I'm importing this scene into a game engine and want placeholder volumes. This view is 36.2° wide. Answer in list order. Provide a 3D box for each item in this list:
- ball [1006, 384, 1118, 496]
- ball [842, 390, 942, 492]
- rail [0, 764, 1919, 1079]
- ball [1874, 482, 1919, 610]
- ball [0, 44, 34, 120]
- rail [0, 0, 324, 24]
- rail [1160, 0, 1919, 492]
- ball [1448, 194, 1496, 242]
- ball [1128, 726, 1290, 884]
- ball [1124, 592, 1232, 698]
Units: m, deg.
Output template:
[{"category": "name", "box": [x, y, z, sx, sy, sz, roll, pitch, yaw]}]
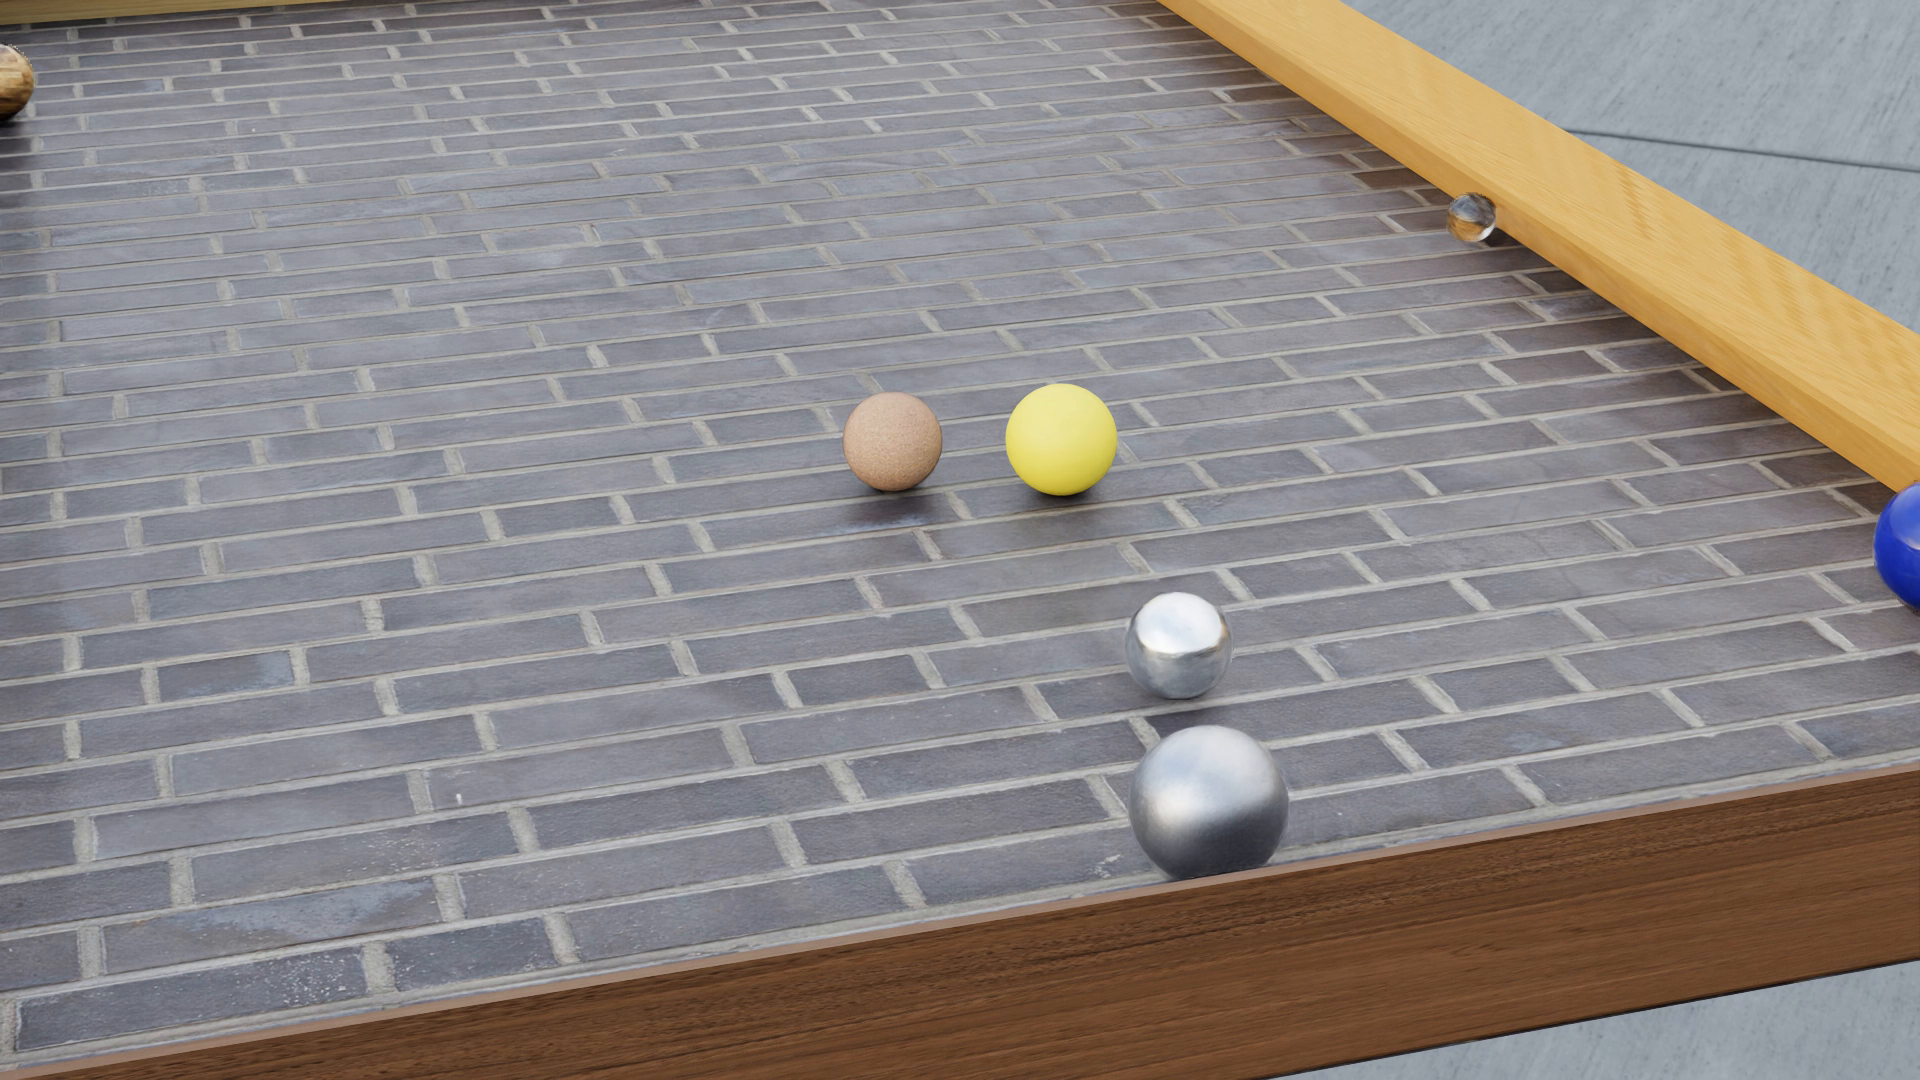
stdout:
[{"category": "ball", "box": [0.078, -0.077, 2.266, 0.086, 0.086, 0.086, 0, 24, 0]}, {"category": "ball", "box": [-0.052, -0.076, 2.276, 0.078, 0.078, 0.078, 0, 24, 0]}, {"category": "rail", "box": [0.178, 0.216, 1.564, 1.499, 0.128, 0.045, -7, 25, -15]}, {"category": "ball", "box": [0.695, 0.004, 2.072, 0.098, 0.098, 0.098, 0, 24, 0]}, {"category": "ball", "box": [-1.054, -0.500, 3.206, 0.084, 0.084, 0.084, 0, 24, 0]}, {"category": "rail", "box": [-0.548, -0.759, 3.723, 1.499, 0.128, 0.045, -7, 25, -15]}, {"category": "rail", "box": [0.509, -0.359, 2.837, 0.045, 0.128, 2.525, -7, 25, -15]}, {"category": "ball", "box": [0.492, -0.309, 2.830, 0.046, 0.046, 0.046, 0, 24, 0]}, {"category": "ball", "box": [0.147, 0.157, 1.737, 0.095, 0.095, 0.095, 0, 24, 0]}, {"category": "ball", "box": [0.145, 0.070, 1.960, 0.071, 0.071, 0.071, 0, 24, 0]}]
